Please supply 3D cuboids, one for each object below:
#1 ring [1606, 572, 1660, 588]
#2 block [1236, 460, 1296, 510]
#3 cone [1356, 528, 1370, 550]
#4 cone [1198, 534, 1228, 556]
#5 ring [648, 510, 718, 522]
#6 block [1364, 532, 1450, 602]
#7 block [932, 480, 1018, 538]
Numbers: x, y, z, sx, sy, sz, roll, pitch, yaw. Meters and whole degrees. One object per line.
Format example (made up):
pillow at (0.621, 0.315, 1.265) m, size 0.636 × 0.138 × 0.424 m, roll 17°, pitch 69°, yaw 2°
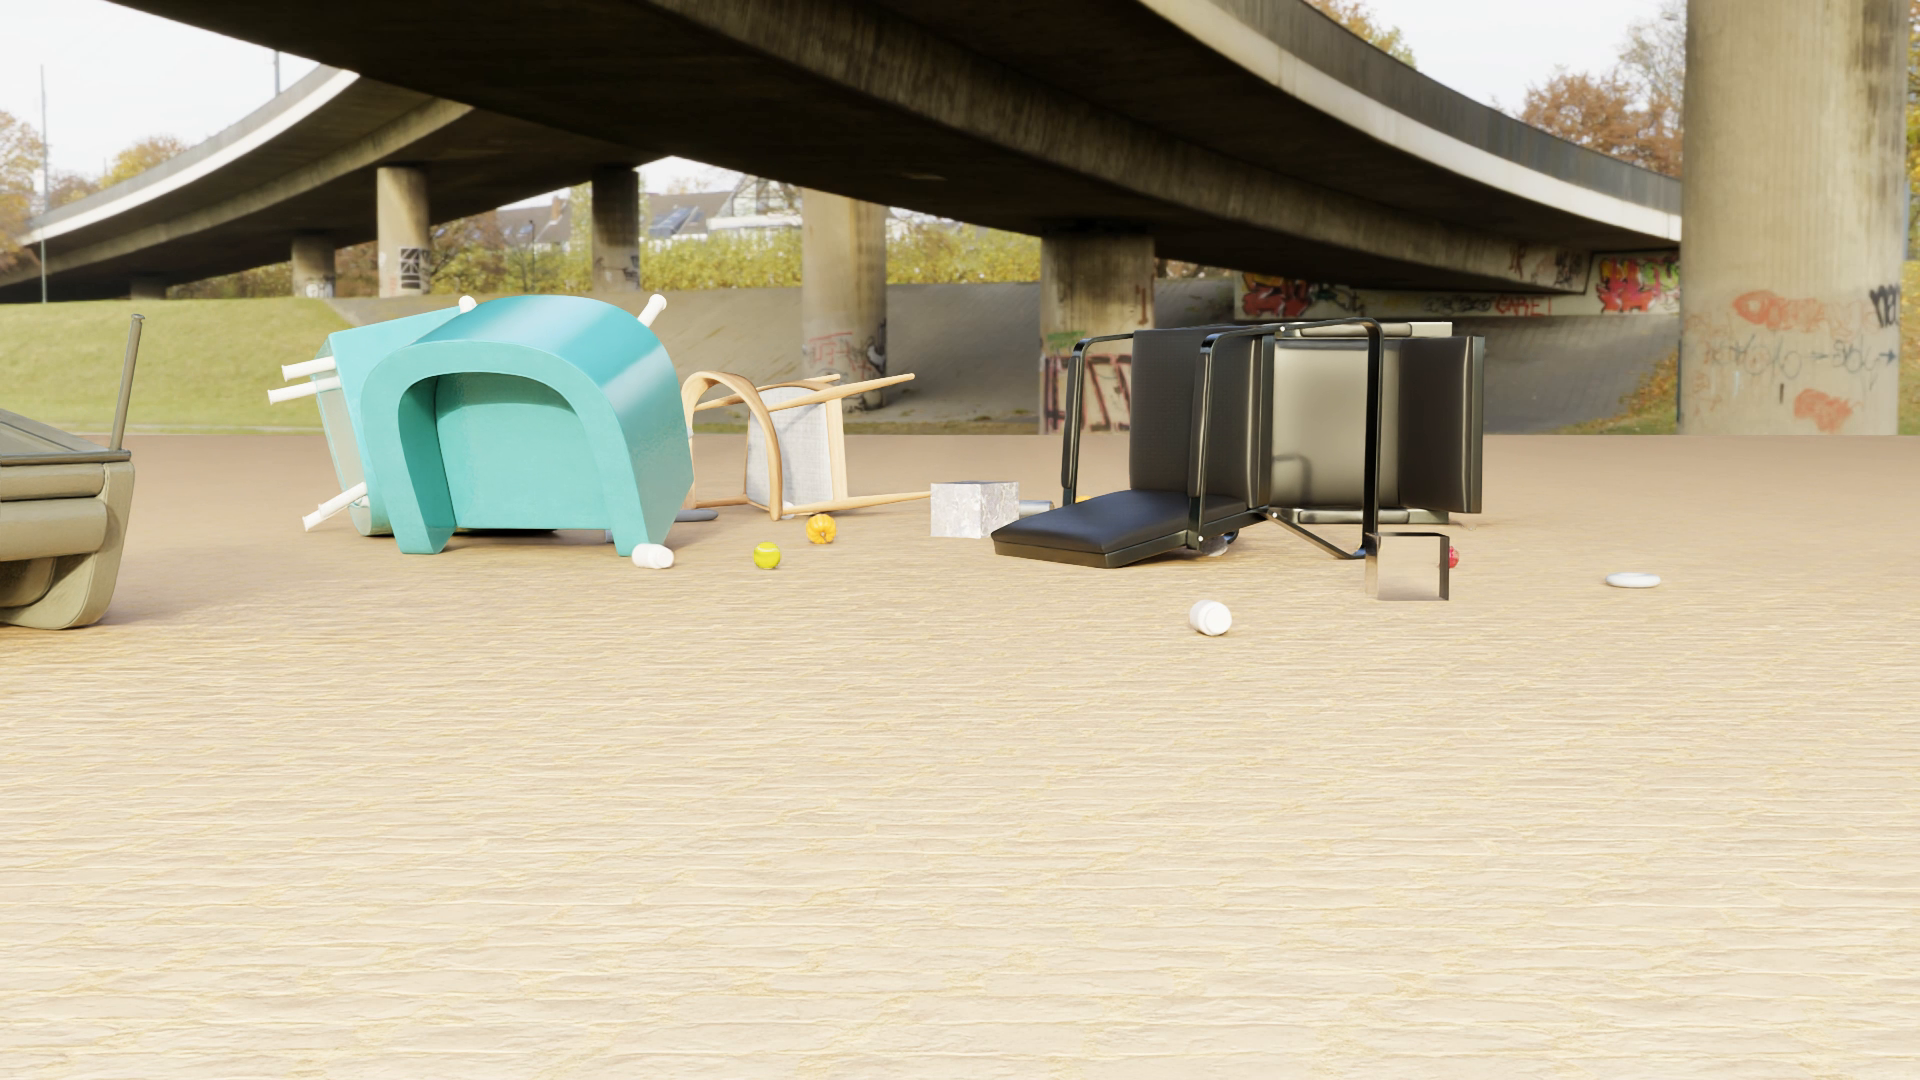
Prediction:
ring at (1.534, 0.092, 5.013) m, size 0.120 × 0.028 × 0.149 m, roll 0°, pitch 3°, yaw 4°
block at (1.153, -0.211, 8.293) m, size 0.146 × 0.181 × 0.180 m, roll -2°, pitch 4°, yaw -21°
cone at (1.148, -0.004, 6.176) m, size 0.074 × 0.060 × 0.042 m, roll 1°, pitch 4°, yaw 11°
cone at (0.684, 0.026, 5.952) m, size 0.080 × 0.067 × 0.063 m, roll 7°, pitch -23°, yaw 9°
ring at (-0.936, -0.082, 7.454) m, size 0.264 × 0.039 × 0.108 m, roll -3°, pitch 4°, yaw -37°
block at (0.960, 0.056, 4.728) m, size 0.151 × 0.137 × 0.144 m, roll 0°, pitch 4°, yaw 0°
block at (0.047, -0.096, 6.765) m, size 0.173 × 0.161 × 0.239 m, roll 2°, pitch 5°, yaw 30°
